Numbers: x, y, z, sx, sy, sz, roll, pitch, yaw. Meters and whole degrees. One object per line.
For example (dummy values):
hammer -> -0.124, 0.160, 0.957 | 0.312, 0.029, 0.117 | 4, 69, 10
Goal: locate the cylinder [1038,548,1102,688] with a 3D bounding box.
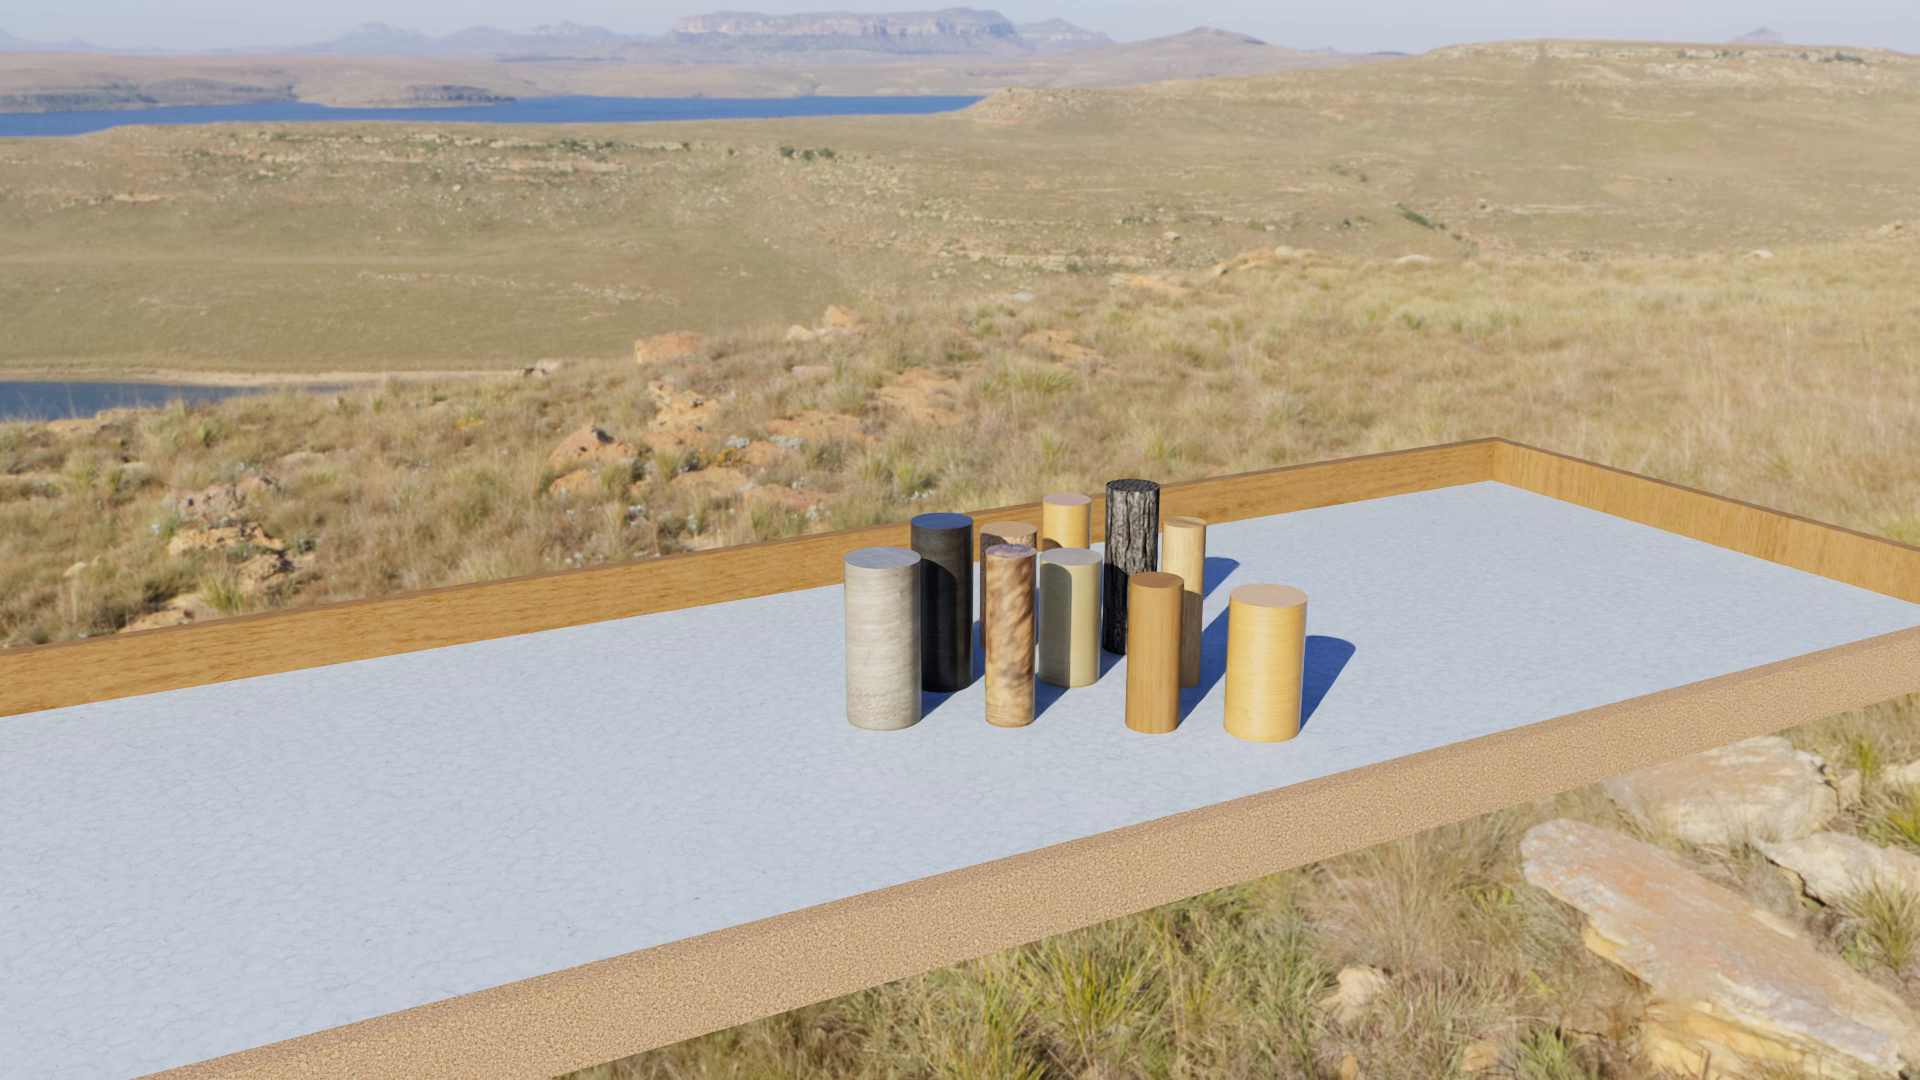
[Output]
cylinder -> 0.276, 0.193, 4.132 | 0.156, 0.319, 0.156 | 0, 16, 0

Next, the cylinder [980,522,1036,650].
cylinder -> 0.127, 0.124, 4.367 | 0.150, 0.319, 0.150 | 0, 16, 0

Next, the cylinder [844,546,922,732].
cylinder -> -0.180, 0.230, 3.869 | 0.179, 0.396, 0.179 | 0, 16, 0

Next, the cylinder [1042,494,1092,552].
cylinder -> 0.295, 0.049, 4.593 | 0.134, 0.336, 0.134 | 0, 16, 0

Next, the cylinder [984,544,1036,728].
cylinder -> 0.118, 0.224, 3.855 | 0.118, 0.415, 0.118 | 0, 16, 0

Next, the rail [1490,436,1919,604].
rail -> 2.466, -0.048, 5.253 | 0.050, 0.150, 2.100 | -9, 18, -27

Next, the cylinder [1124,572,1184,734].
cylinder -> 0.452, 0.262, 3.834 | 0.126, 0.355, 0.126 | 0, 16, 0

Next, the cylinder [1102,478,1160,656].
cylinder -> 0.448, 0.071, 4.328 | 0.139, 0.443, 0.139 | 0, 16, 0

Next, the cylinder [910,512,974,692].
cylinder -> -0.044, 0.154, 4.087 | 0.154, 0.419, 0.154 | 0, 16, 0

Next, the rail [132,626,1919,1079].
rail -> -2.336, 1.006, 1.665 | 12.000, 0.150, 0.050 | -9, 18, -27

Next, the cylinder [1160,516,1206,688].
cylinder -> 0.550, 0.155, 4.092 | 0.107, 0.414, 0.107 | 0, 16, 0

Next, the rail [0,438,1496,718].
rail -> -3.305, 0.497, 3.399 | 12.000, 0.150, 0.050 | -9, 18, -27

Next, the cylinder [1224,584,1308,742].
cylinder -> 0.705, 0.283, 3.813 | 0.177, 0.327, 0.177 | 0, 16, 0
